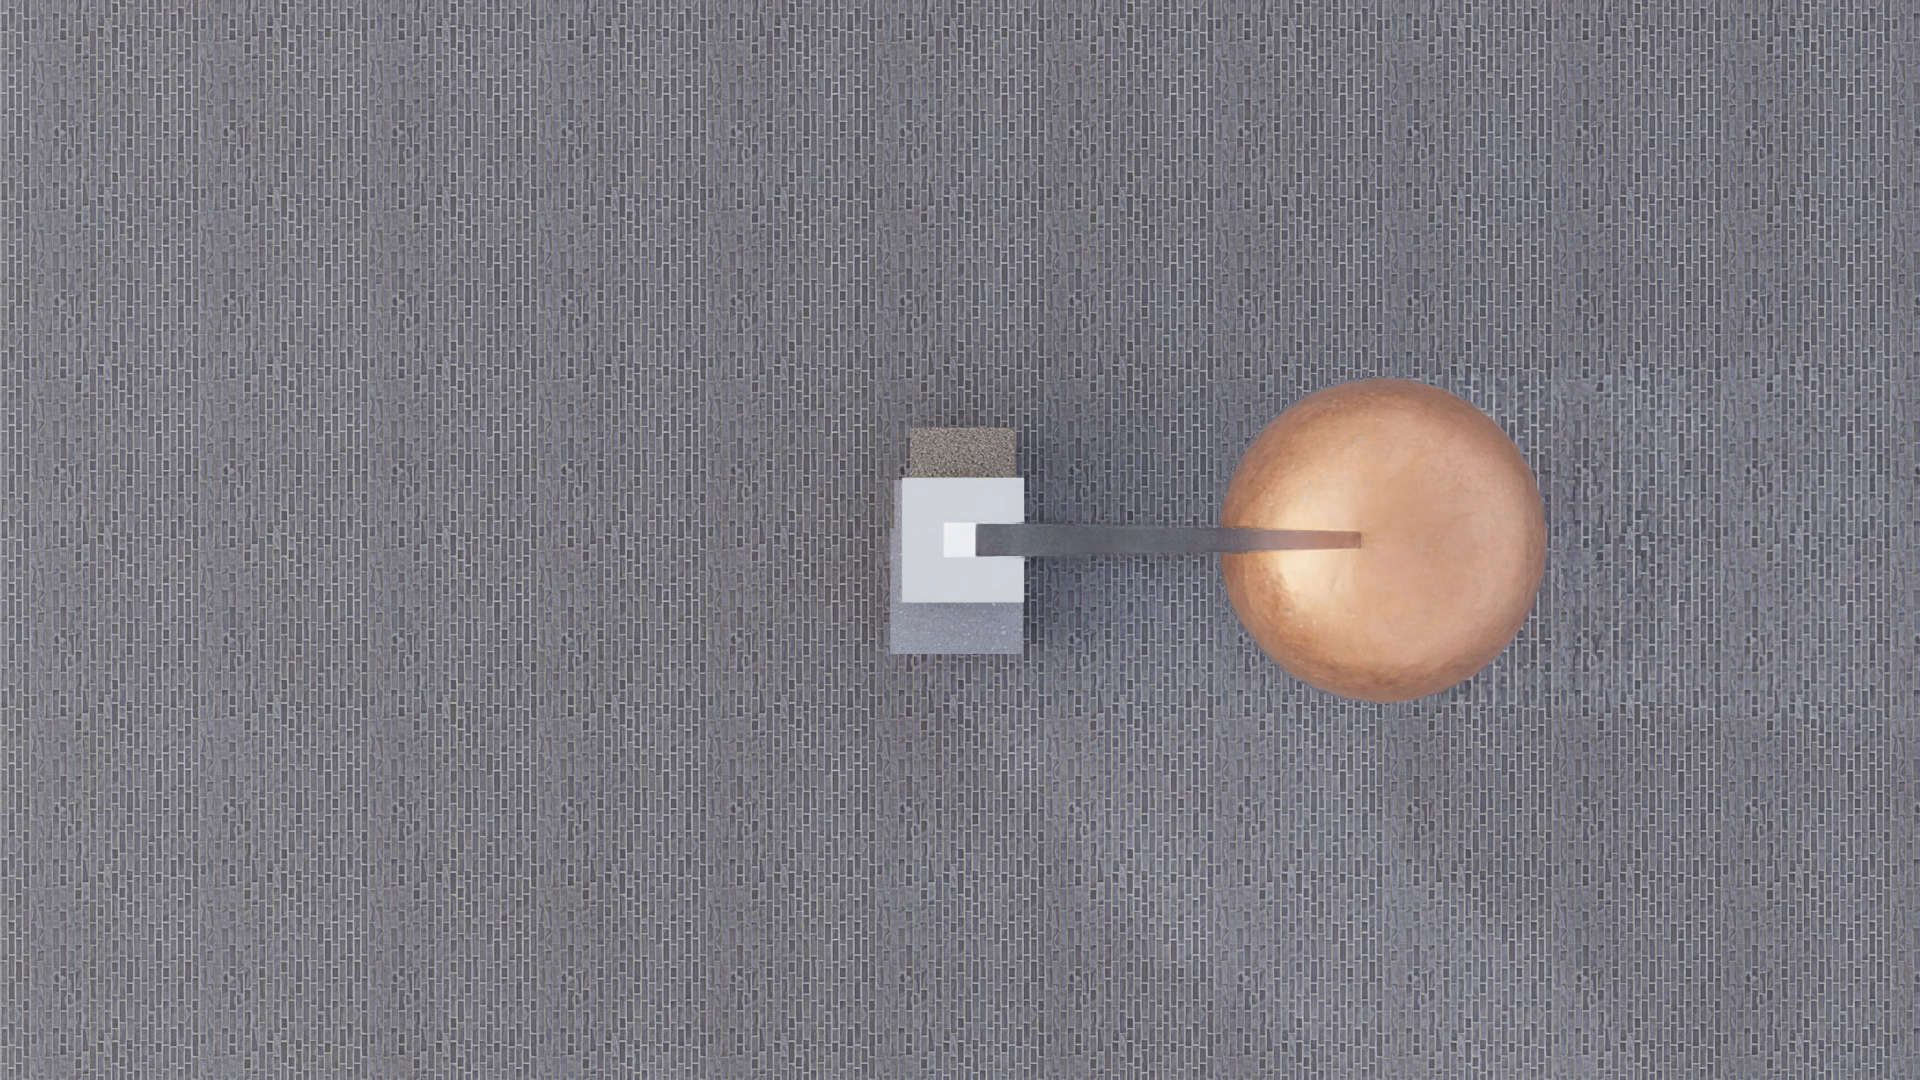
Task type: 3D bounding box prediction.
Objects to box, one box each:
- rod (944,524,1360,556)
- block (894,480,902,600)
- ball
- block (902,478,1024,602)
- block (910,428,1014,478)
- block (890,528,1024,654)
[{"bbox_3d":[0.899,0.000,7.656,0.080,5.200,0.080,0,90,20],"label":"rod"},{"bbox_3d":[-0.018,0.000,11.985,0.663,0.615,0.637,0,90,0],"label":"block"},{"bbox_3d":[2.074,0.000,10.847,1.600,1.600,1.600,0,90,0],"label":"ball"},{"bbox_3d":[0.014,0.000,10.284,0.556,0.514,0.568,0,90,0],"label":"block"},{"bbox_3d":[0.013,-0.356,12.719,0.591,0.562,0.562,0,90,0],"label":"block"},{"bbox_3d":[-0.019,0.286,12.646,0.745,0.708,0.701,0,90,0],"label":"block"}]
